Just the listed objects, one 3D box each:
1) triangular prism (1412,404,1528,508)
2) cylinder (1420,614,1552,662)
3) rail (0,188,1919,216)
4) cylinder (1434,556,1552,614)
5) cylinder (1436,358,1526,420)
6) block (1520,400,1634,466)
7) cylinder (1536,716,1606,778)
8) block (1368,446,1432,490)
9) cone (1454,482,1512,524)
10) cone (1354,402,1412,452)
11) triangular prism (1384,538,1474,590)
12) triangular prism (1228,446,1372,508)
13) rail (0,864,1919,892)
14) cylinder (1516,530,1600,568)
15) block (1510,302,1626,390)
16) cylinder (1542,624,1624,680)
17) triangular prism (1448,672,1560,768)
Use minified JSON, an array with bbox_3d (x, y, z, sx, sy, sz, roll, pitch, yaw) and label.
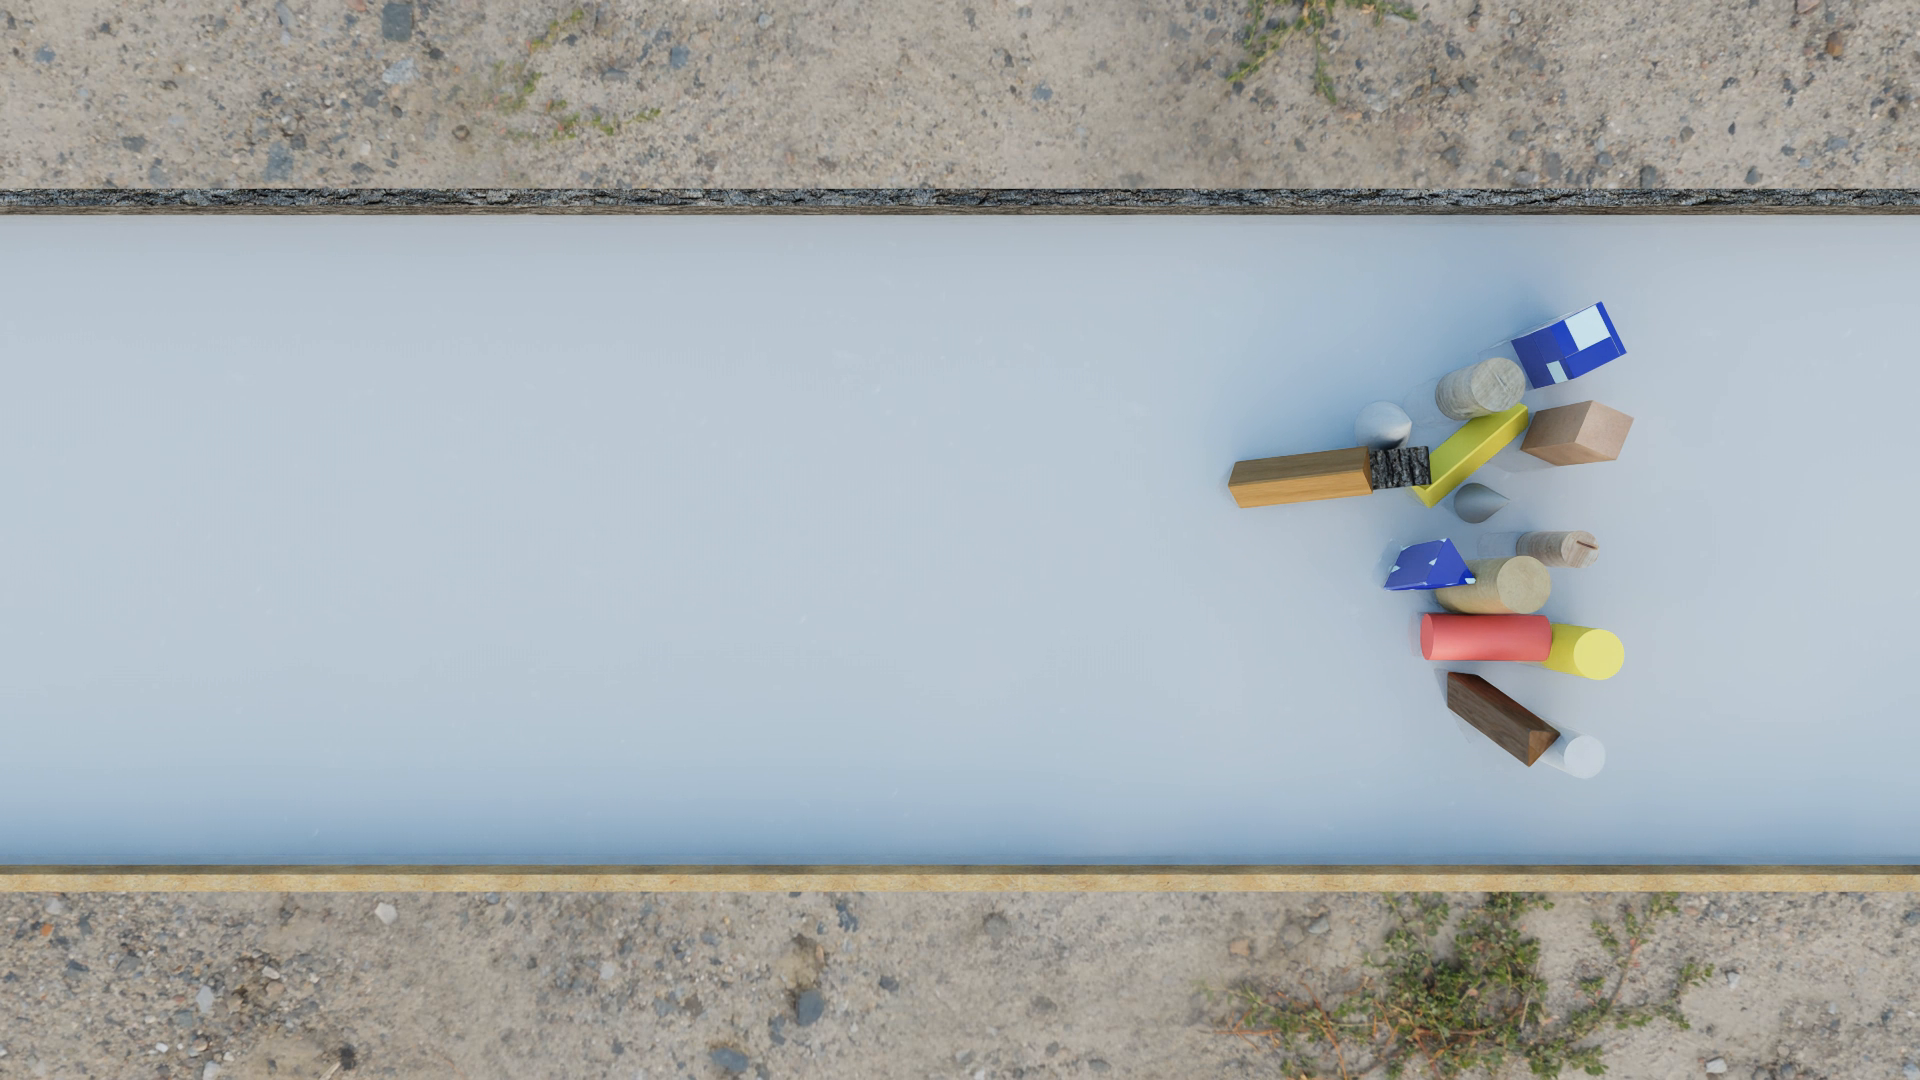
[{"bbox_3d":[1.556,-0.273,5.019,0.396,0.109,0.125,-40,90,0],"label":"triangular prism"},{"bbox_3d":[1.594,0.296,5.006,0.354,0.141,0.141,1,90,0],"label":"cylinder"},{"bbox_3d":[-2.247,-1.025,5.002,12.000,0.150,0.050,0,90,0],"label":"rail"},{"bbox_3d":[1.563,0.136,4.860,0.165,0.413,0.165,0,87,-8],"label":"cylinder"},{"bbox_3d":[1.539,-0.445,4.895,0.155,0.363,0.155,0,90,0],"label":"cylinder"},{"bbox_3d":[1.809,-0.310,4.855,0.129,0.442,0.129,23,90,-1],"label":"block"},{"bbox_3d":[1.778,0.612,4.901,0.125,0.340,0.125,0,94,-5],"label":"cylinder"},{"bbox_3d":[1.253,-0.209,4.969,0.308,0.114,0.114,-5,90,20],"label":"block"},{"bbox_3d":[1.583,-0.113,4.904,0.126,0.345,0.126,0,90,0],"label":"cone"},{"bbox_3d":[1.300,-0.340,4.910,0.173,0.332,0.173,0,90,0],"label":"cone"},{"bbox_3d":[1.392,0.072,4.918,0.149,0.310,0.129,-1,85,-8],"label":"triangular prism"},{"bbox_3d":[1.014,-0.185,4.934,0.403,0.123,0.142,-6,90,24],"label":"triangular prism"},{"bbox_3d":[-2.247,1.025,5.001,12.000,0.150,0.050,0,90,0],"label":"rail"},{"bbox_3d":[1.764,0.027,4.884,0.109,0.385,0.109,0,90,0],"label":"cylinder"},{"bbox_3d":[1.806,-0.576,4.909,0.166,0.335,0.166,-26,90,0],"label":"block"},{"bbox_3d":[1.844,0.330,4.916,0.147,0.319,0.147,0,90,0],"label":"cylinder"},{"bbox_3d":[1.620,0.511,4.919,0.116,0.348,0.134,-22,124,-18],"label":"triangular prism"}]
